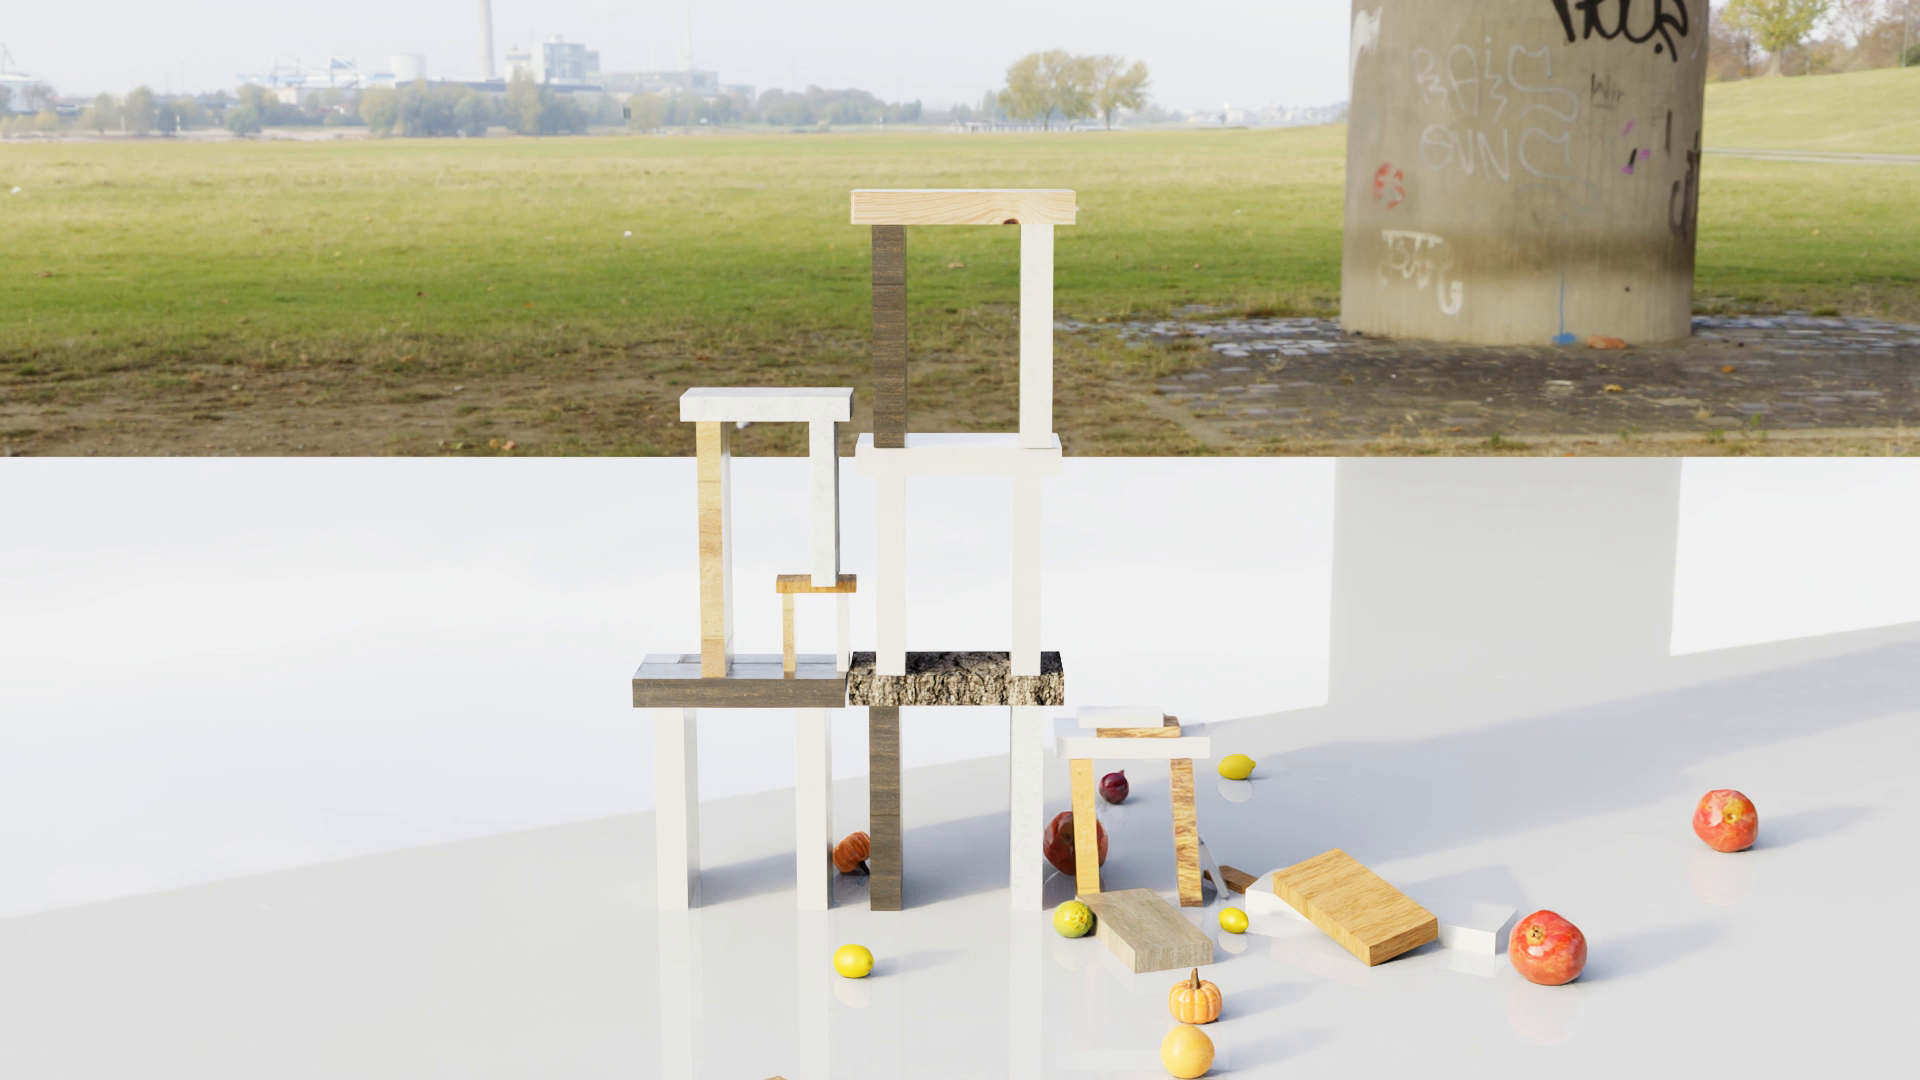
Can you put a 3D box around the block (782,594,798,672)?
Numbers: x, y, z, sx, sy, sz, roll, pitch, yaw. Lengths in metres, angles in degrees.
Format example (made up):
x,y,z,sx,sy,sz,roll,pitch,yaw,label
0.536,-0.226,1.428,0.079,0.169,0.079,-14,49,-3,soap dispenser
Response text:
x,y,z,sx,sy,sz,roll,pitch,yaw,label
-0.277,0.143,3.587,0.018,0.130,0.065,0,11,0,block

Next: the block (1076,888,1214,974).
x,y,z,sx,sy,sz,roll,pitch,yaw,label
0.286,0.611,3.456,0.129,0.036,0.257,-3,11,-17,block

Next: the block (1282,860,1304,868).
x,y,z,sx,sy,sz,roll,pitch,yaw,label
0.572,0.568,3.748,0.049,0.014,0.099,5,12,24,block

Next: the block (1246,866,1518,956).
x,y,z,sx,sy,sz,roll,pitch,yaw,label
0.677,0.595,3.543,0.412,0.036,0.129,6,12,29,block

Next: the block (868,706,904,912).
x,y,z,sx,sy,sz,roll,pitch,yaw,label
-0.121,0.420,3.640,0.049,0.346,0.173,0,11,0,block

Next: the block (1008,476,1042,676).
x,y,z,sx,sy,sz,roll,pitch,yaw,label
0.105,0.043,3.568,0.046,0.323,0.162,0,11,0,block

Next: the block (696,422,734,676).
x,y,z,sx,sy,sz,roll,pitch,yaw,label
-0.395,0.004,3.557,0.038,0.413,0.133,0,11,0,block

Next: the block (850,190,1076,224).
x,y,z,sx,sy,sz,roll,pitch,yaw,label
0.004,-0.525,3.460,0.346,0.049,0.173,0,11,0,block

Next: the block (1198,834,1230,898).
x,y,z,sx,sy,sz,roll,pitch,yaw,label
0.420,0.543,3.662,0.014,0.099,0.049,-25,9,7,block

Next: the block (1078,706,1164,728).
x,y,z,sx,sy,sz,roll,pitch,yaw,label
0.260,0.287,3.575,0.135,0.019,0.067,0,11,0,block

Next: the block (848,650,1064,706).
x,y,z,sx,sy,sz,roll,pitch,yaw,label
-0.006,0.226,3.603,0.346,0.049,0.173,0,11,0,block

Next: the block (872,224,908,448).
x,y,z,sx,sy,sz,roll,pitch,yaw,label
-0.111,-0.331,3.496,0.049,0.347,0.173,0,11,0,block

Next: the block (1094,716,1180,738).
x,y,z,sx,sy,sz,roll,pitch,yaw,label
0.288,0.304,3.585,0.135,0.019,0.068,0,11,1,block

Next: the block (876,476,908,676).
x,y,z,sx,sy,sz,roll,pitch,yaw,label
-0.110,0.043,3.568,0.046,0.323,0.162,0,11,0,block

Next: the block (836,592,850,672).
x,y,z,sx,sy,sz,roll,pitch,yaw,label
-0.190,0.143,3.586,0.018,0.130,0.065,0,11,0,block

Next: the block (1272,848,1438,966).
x,y,z,sx,sy,sz,roll,pitch,yaw,label
0.621,0.576,3.471,0.129,0.036,0.257,-18,25,-22,block

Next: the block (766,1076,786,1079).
x,y,z,sx,sy,sz,roll,pitch,yaw,label
-0.275,0.732,2.854,0.135,0.019,0.067,-7,13,-35,block

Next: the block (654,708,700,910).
x,y,z,sx,sy,sz,roll,pitch,yaw,label
-0.468,0.421,3.642,0.048,0.341,0.171,0,11,0,block

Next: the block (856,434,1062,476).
x,y,z,sx,sy,sz,roll,pitch,yaw,label
-0.002,-0.138,3.534,0.323,0.046,0.162,0,11,0,block

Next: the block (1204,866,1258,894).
x,y,z,sx,sy,sz,roll,pitch,yaw,label
0.463,0.574,3.718,0.050,0.014,0.099,-7,13,-33,block

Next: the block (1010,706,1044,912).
x,y,z,sx,sy,sz,roll,pitch,yaw,label
0.109,0.420,3.640,0.049,0.346,0.173,0,11,0,block

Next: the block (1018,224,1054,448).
x,y,z,sx,sy,sz,roll,pitch,yaw,label
0.120,-0.330,3.495,0.049,0.346,0.173,0,11,0,block

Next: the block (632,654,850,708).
x,y,z,sx,sy,sz,roll,pitch,yaw,label
-0.354,0.230,3.607,0.341,0.048,0.171,0,11,0,block

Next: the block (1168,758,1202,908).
x,y,z,sx,sy,sz,roll,pitch,yaw,label
0.371,0.467,3.643,0.035,0.249,0.125,-4,10,3,block

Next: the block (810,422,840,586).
x,y,z,sx,sy,sz,roll,pitch,yaw,label
-0.217,-0.068,3.544,0.038,0.266,0.133,0,11,0,block

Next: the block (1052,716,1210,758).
x,y,z,sx,sy,sz,roll,pitch,yaw,label
0.280,0.325,3.623,0.249,0.035,0.125,0,11,0,block

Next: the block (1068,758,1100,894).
x,y,z,sx,sy,sz,roll,pitch,yaw,label
0.205,0.467,3.642,0.035,0.249,0.125,-4,10,1,block

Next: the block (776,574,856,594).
x,y,z,sx,sy,sz,roll,pitch,yaw,label
-0.233,0.071,3.572,0.130,0.018,0.065,0,11,-2,block

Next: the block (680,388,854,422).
x,y,z,sx,sy,sz,roll,pitch,yaw,label
-0.306,-0.217,3.515,0.266,0.038,0.133,0,11,0,block

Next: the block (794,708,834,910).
x,y,z,sx,sy,sz,roll,pitch,yaw,label
-0.241,0.421,3.642,0.048,0.341,0.171,0,11,0,block
